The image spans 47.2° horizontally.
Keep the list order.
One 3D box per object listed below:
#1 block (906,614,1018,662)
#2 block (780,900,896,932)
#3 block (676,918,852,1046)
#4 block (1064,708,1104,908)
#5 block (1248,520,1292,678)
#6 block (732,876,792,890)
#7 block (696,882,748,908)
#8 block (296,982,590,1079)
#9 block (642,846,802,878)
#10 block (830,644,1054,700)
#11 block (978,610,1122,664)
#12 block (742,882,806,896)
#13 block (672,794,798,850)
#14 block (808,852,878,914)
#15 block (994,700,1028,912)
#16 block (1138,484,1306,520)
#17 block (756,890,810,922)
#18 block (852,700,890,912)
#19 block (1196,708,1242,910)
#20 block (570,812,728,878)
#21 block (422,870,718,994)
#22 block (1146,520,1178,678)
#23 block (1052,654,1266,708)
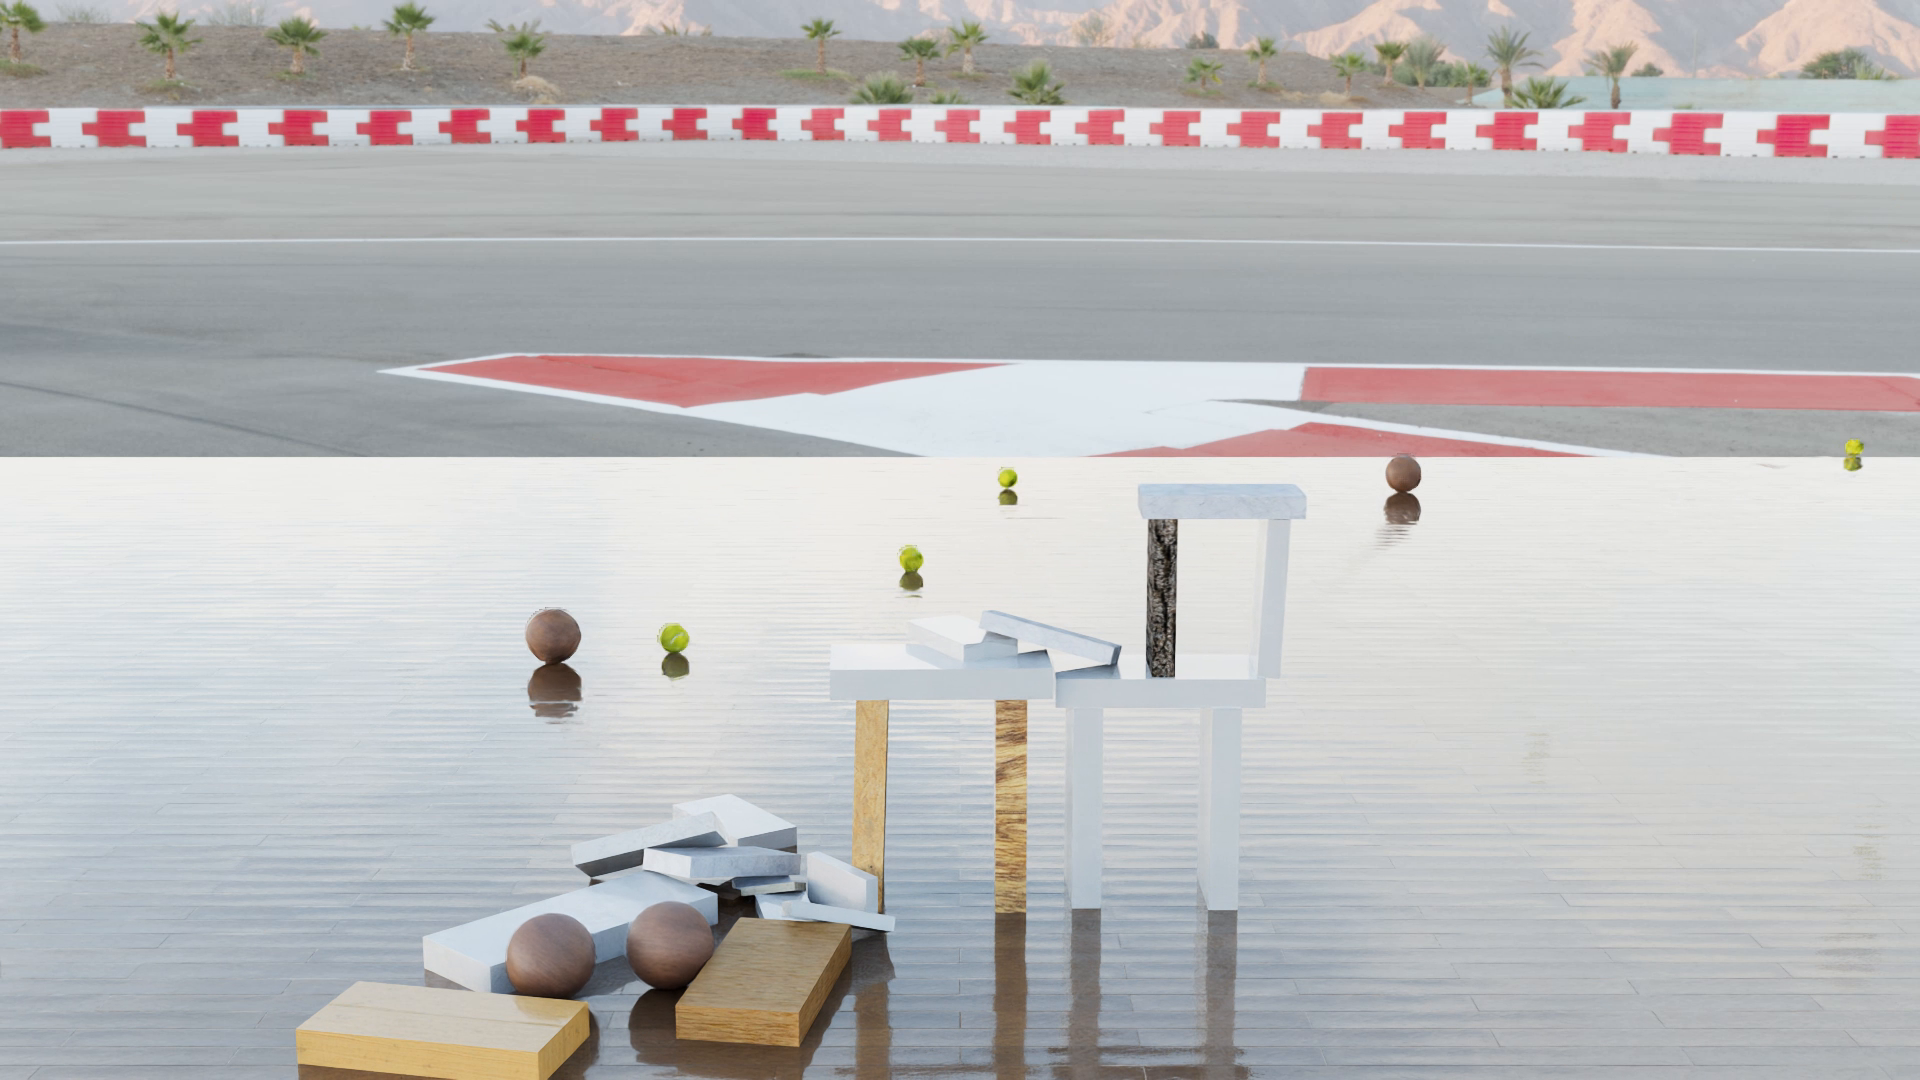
[{"bbox_3d":[0.001,0.162,3.662,0.101,0.029,0.202,-5,12,-28],"label":"block"},{"bbox_3d":[-0.191,0.588,3.434,0.165,0.023,0.082,11,-14,-13],"label":"block"},{"bbox_3d":[-0.283,0.645,3.236,0.176,0.050,0.353,2,11,9],"label":"block"},{"bbox_3d":[0.205,0.422,3.651,0.048,0.337,0.169,0,11,-1],"label":"block"},{"bbox_3d":[0.504,0.083,3.580,0.037,0.259,0.130,3,11,1],"label":"block"},{"bbox_3d":[-0.332,0.579,3.694,0.095,0.014,0.048,-3,11,-15],"label":"block"},{"bbox_3d":[-0.403,0.588,3.643,0.095,0.014,0.048,5,12,27],"label":"block"},{"bbox_3d":[-0.712,0.681,3.042,0.353,0.050,0.176,2,11,12],"label":"block"},{"bbox_3d":[-0.396,0.538,3.679,0.121,0.034,0.241,2,-4,43],"label":"block"},{"bbox_3d":[-0.033,0.214,3.597,0.356,0.050,0.178,0,11,-2],"label":"block"},{"bbox_3d":[0.149,0.159,3.616,0.224,0.029,0.101,15,2,11],"label":"block"},{"bbox_3d":[-0.306,0.575,3.618,0.095,0.014,0.048,-9,-13,18],"label":"block"},{"bbox_3d":[-0.409,0.515,3.980,0.121,0.034,0.241,-7,13,-34],"label":"block"},{"bbox_3d":[-0.191,0.567,3.567,0.023,0.082,0.165,-8,13,-38],"label":"block"},{"bbox_3d":[0.083,0.415,3.633,0.050,0.356,0.178,0,11,0],"label":"block"},{"bbox_3d":[0.421,-0.063,3.553,0.259,0.037,0.130,0,10,1],"label":"block"},{"bbox_3d":[-0.277,0.604,3.528,0.082,0.023,0.165,-2,11,-13],"label":"block"},{"bbox_3d":[-0.148,0.415,3.633,0.050,0.356,0.178,2,10,-1],"label":"block"},{"bbox_3d":[0.429,0.423,3.643,0.048,0.337,0.169,0,11,0],"label":"block"},{"bbox_3d":[-0.520,0.512,3.696,0.241,0.034,0.121,-14,-19,0],"label":"block"},{"bbox_3d":[-0.601,0.609,3.432,0.176,0.050,0.432,10,14,43],"label":"block"},{"bbox_3d":[0.328,0.082,3.584,0.037,0.259,0.130,0,11,0],"label":"block"},{"bbox_3d":[0.323,0.232,3.619,0.338,0.048,0.169,0,11,0],"label":"block"}]
